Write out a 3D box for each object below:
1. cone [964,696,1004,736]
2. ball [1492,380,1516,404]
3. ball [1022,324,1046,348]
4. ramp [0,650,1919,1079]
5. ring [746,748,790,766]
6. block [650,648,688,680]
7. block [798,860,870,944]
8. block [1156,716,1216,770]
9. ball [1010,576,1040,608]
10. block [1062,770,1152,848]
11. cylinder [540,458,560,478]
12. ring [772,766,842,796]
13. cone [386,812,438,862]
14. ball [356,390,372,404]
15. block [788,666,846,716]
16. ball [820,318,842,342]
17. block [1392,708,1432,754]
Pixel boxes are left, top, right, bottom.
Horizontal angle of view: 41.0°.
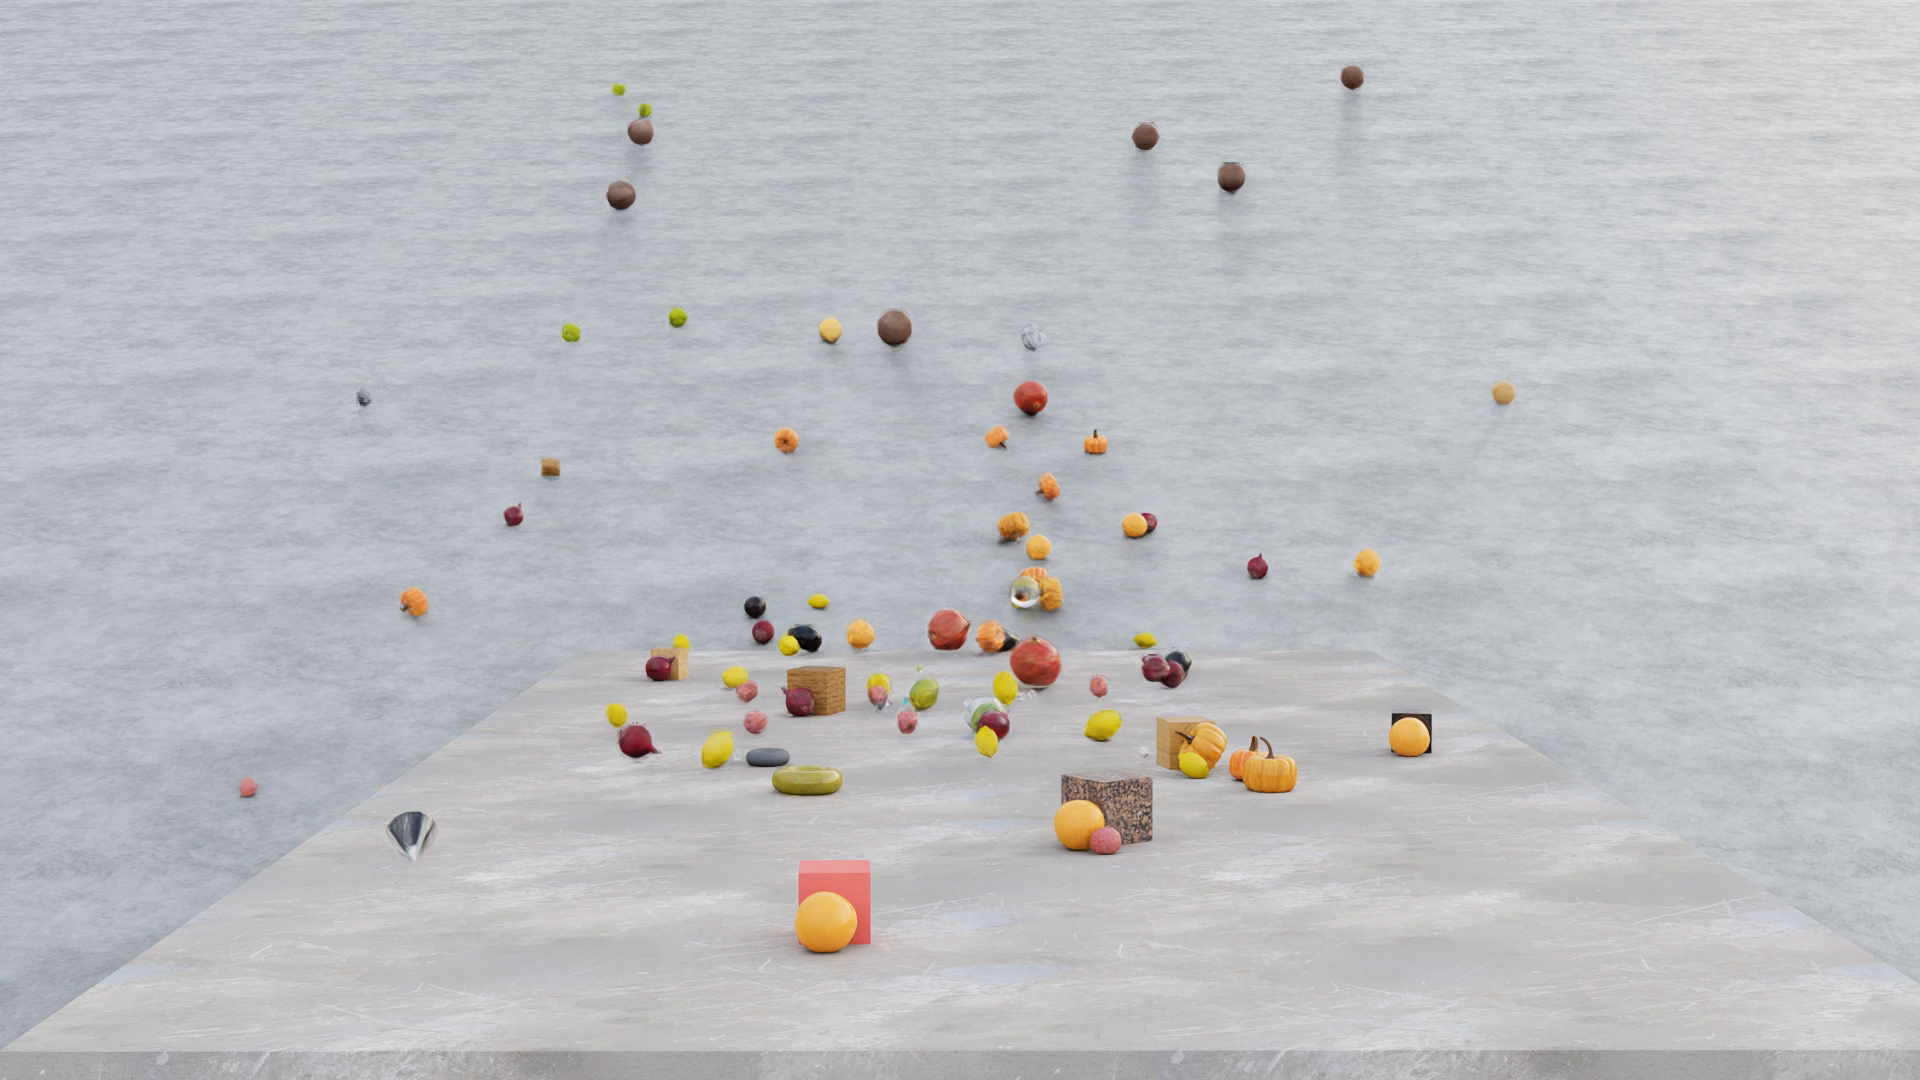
[{"bbox_3d":[0.053,0.353,4.909,0.078,0.078,0.078,-4,30,-10],"label":"cone"},{"bbox_3d":[1.846,-0.502,8.719,0.081,0.081,0.081,0,21,0],"label":"ball"},{"bbox_3d":[0.266,-0.737,9.322,0.088,0.088,0.088,0,21,0],"label":"ball"},{"bbox_3d":[0.049,0.442,4.532,2.000,0.100,4.000,0,3,0],"label":"ramp"},{"bbox_3d":[-0.337,0.381,4.506,0.077,0.026,0.077,-1,4,0],"label":"ring"},{"bbox_3d":[-0.665,0.283,5.893,0.067,0.067,0.067,1,3,13],"label":"block"},{"bbox_3d":[-0.149,0.431,3.064,0.085,0.085,0.085,0,3,-2],"label":"block"},{"bbox_3d":[0.393,0.353,4.479,0.082,0.082,0.082,-1,3,-12],"label":"block"},{"bbox_3d":[0.176,0.141,6.962,0.086,0.086,0.086,0,21,0],"label":"ball"},{"bbox_3d":[0.213,0.389,3.733,0.094,0.094,0.094,-2,4,-37],"label":"block"},{"bbox_3d":[-1.276,-0.227,8.011,0.054,0.054,0.054,9,19,-12],"label":"cylinder"},{"bbox_3d":[-0.249,0.392,4.193,0.117,0.039,0.117,1,2,0],"label":"ring"},{"bbox_3d":[-0.762,0.429,3.580,0.072,0.072,0.072,-5,31,-13],"label":"cone"},{"bbox_3d":[-2.019,-0.483,8.714,0.050,0.050,0.050,0,21,0],"label":"ball"},{"bbox_3d":[-0.293,0.307,5.250,0.090,0.090,0.090,1,3,22],"label":"block"},{"bbox_3d":[-0.473,-0.772,9.416,0.086,0.086,0.086,0,21,0],"label":"ball"},{"bbox_3d":[0.823,0.347,4.679,0.072,0.072,0.072,1,3,12],"label":"block"}]
